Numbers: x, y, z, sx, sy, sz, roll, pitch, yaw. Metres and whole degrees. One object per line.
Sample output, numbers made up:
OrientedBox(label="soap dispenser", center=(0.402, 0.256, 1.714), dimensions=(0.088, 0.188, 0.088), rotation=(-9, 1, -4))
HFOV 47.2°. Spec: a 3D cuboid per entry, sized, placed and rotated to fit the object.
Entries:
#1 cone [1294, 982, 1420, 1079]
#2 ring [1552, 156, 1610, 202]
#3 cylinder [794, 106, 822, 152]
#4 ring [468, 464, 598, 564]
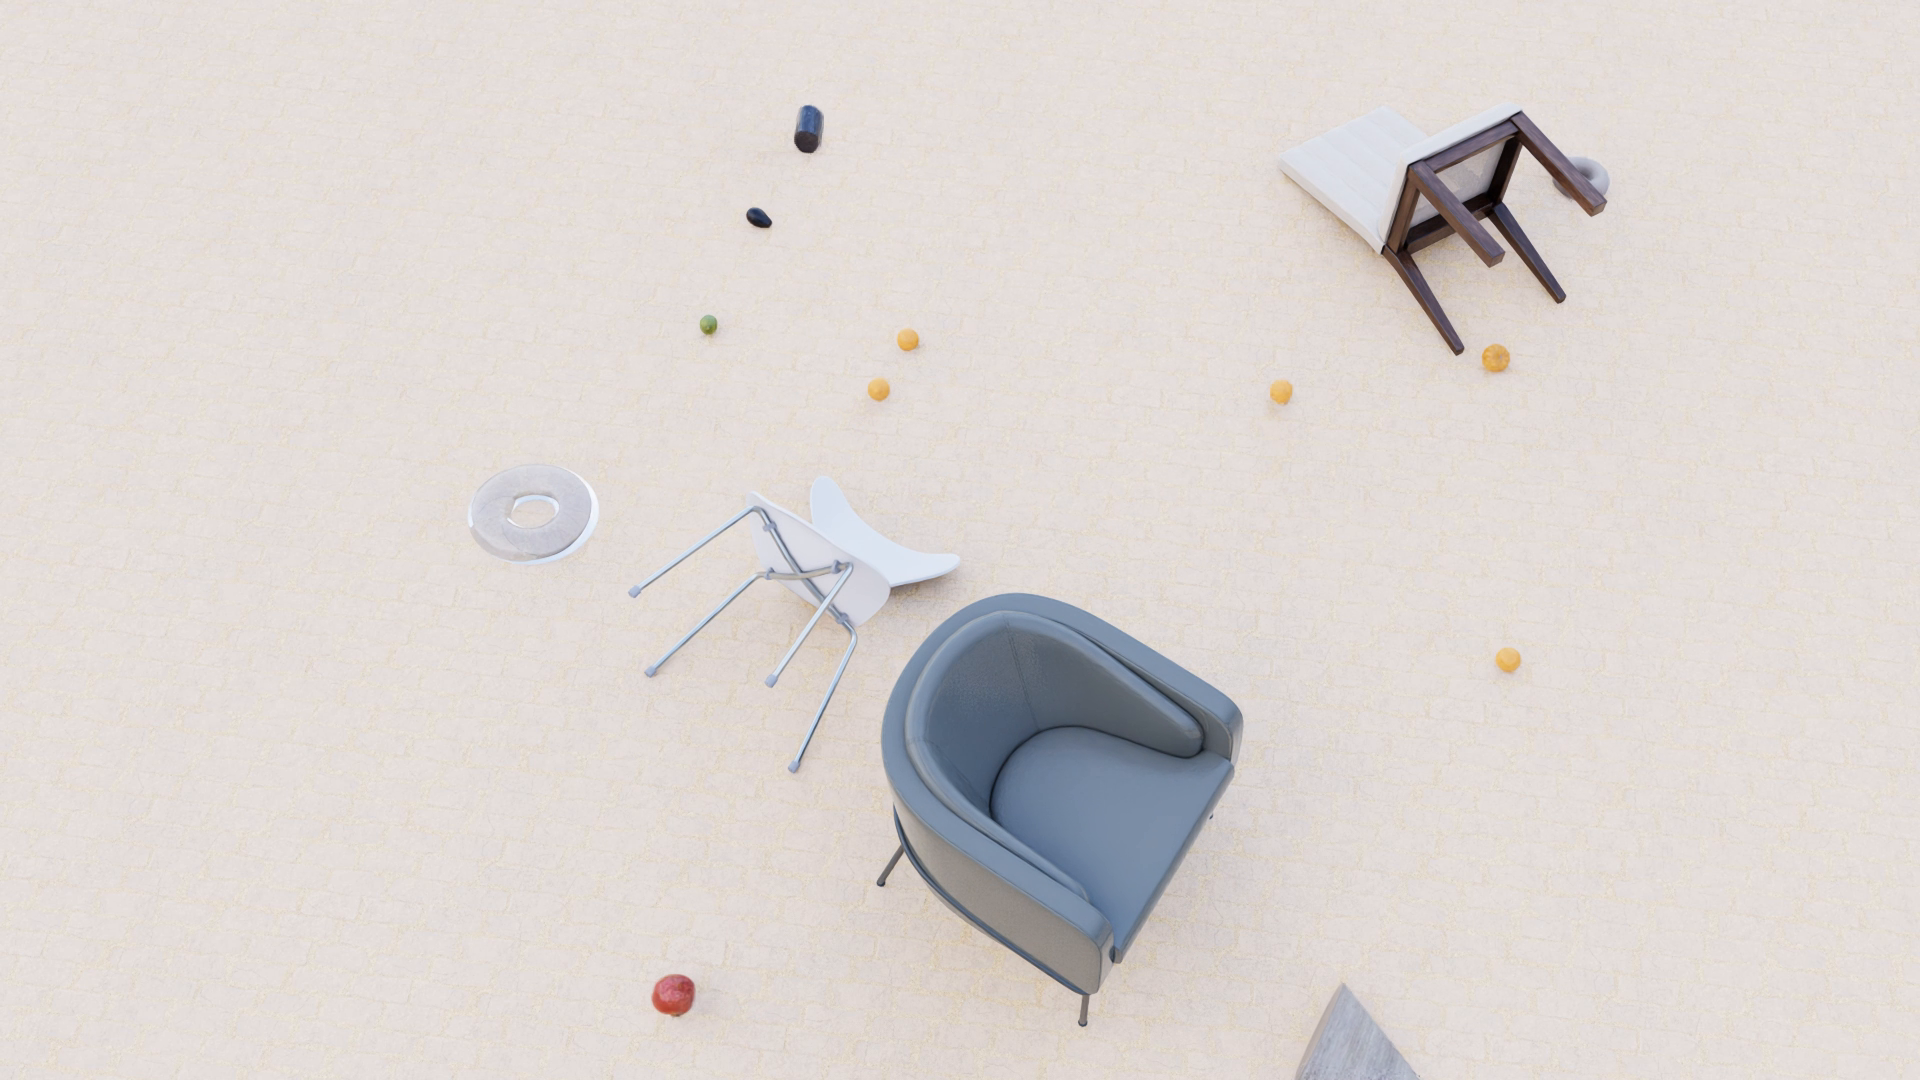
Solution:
OrientedBox(label="cone", center=(1.071, 1.352, 5.627), dimensions=(0.351, 0.131, 0.315), rotation=(30, 58, 6))
OrientedBox(label="ring", center=(2.067, -1.202, 7.321), dimensions=(0.190, 0.098, 0.142), rotation=(22, 65, 14))
OrientedBox(label="cylinder", center=(-0.514, -1.391, 7.445), dimensions=(0.086, 0.105, 0.121), rotation=(-1, 56, 9))
OrientedBox(label="ring", center=(-1.275, -0.079, 6.568), dimensions=(0.394, 0.099, 0.348), rotation=(1, 57, 2))
